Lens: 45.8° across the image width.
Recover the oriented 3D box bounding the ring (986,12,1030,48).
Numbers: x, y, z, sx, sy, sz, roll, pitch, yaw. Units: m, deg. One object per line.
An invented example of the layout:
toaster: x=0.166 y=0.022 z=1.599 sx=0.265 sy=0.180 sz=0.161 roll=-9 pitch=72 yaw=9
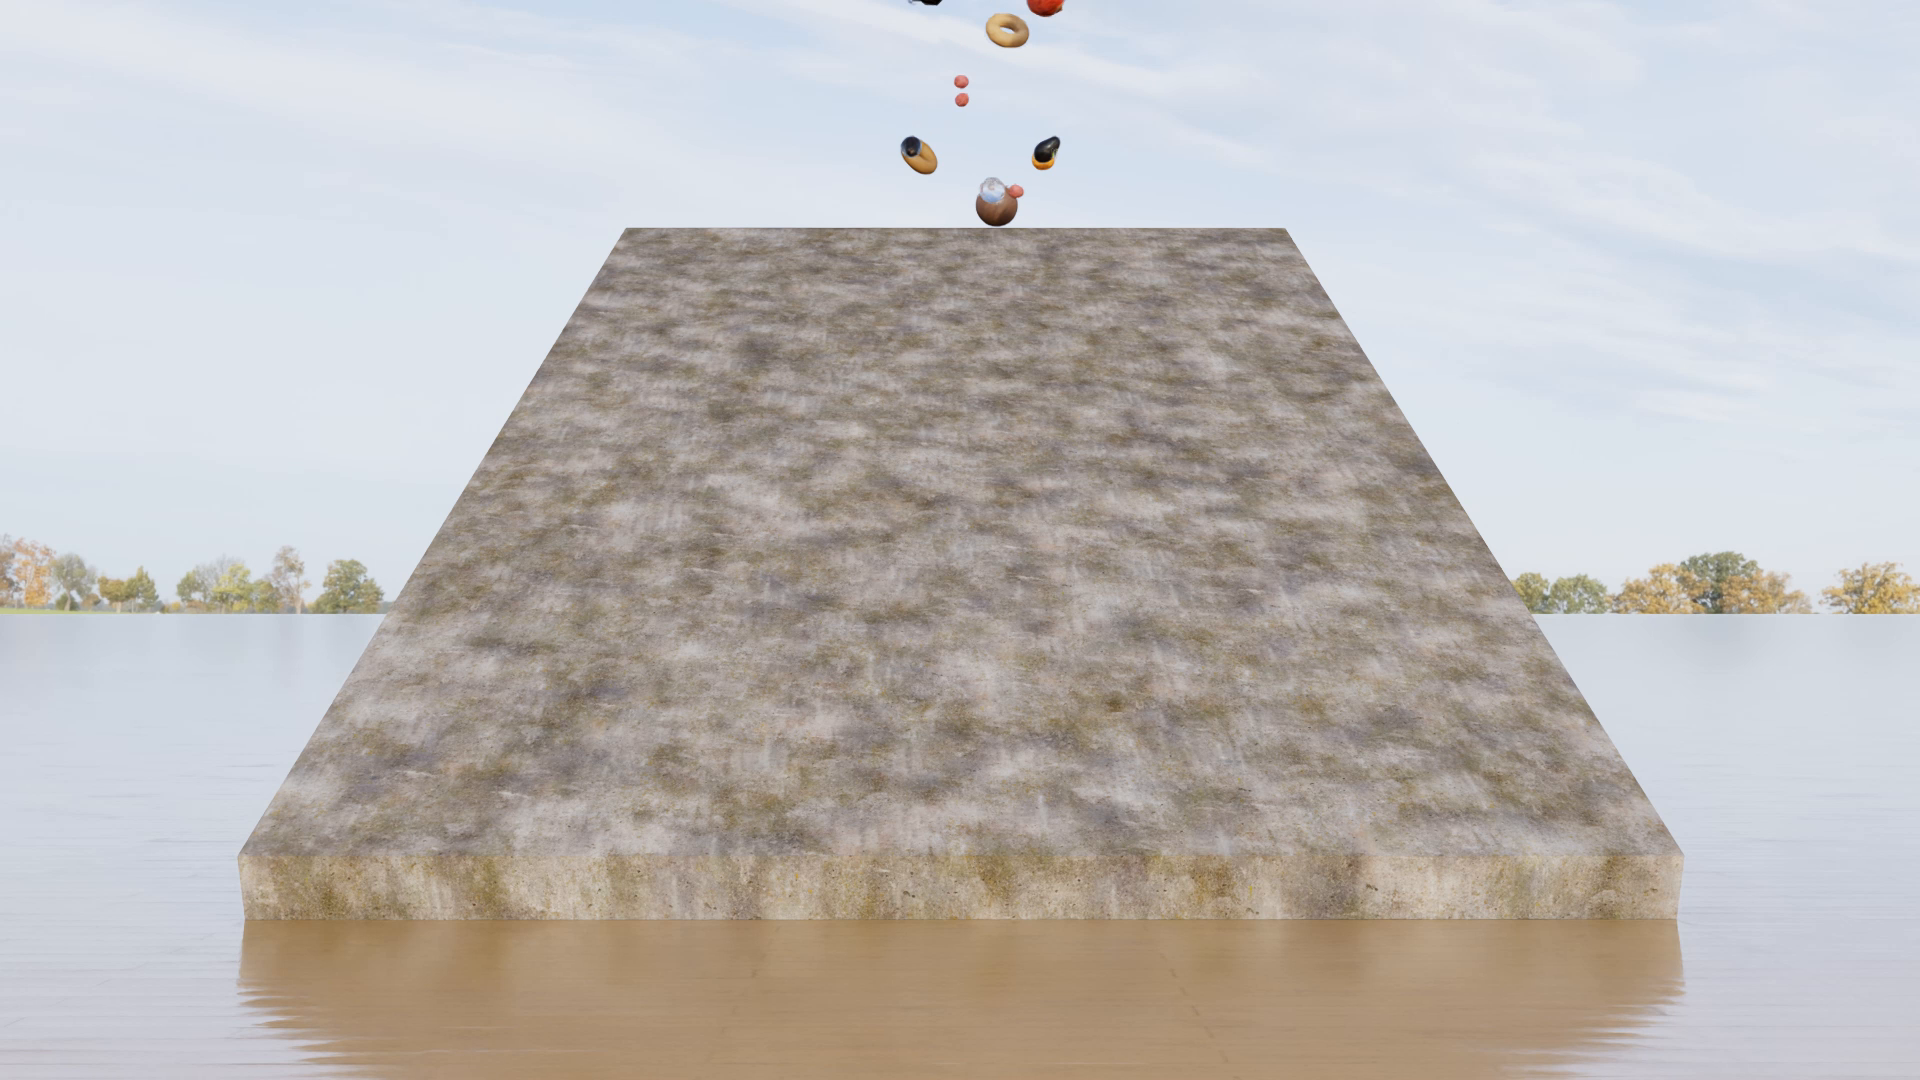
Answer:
ring: x=0.141 y=-1.515 z=6.750 sx=0.134 sy=0.134 sz=0.045 roll=0 pitch=-37 yaw=-15

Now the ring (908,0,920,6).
ring: x=-0.131 y=-1.556 z=6.437 sx=0.027 sy=0.080 sz=0.080 roll=-8 pitch=2 yaw=-28

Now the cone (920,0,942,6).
cone: x=-0.109 y=-1.574 z=6.535 sx=0.092 sy=0.092 sz=0.092 roll=-1 pitch=22 yaw=31

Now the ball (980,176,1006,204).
ball: x=0.092 y=-1.006 z=6.529 sx=0.075 sy=0.075 sz=0.075 roll=0 pitch=-2 yaw=0

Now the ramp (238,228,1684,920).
ramp: x=-0.005 y=-0.209 z=5.031 sx=2.000 sy=0.100 sz=4.000 roll=0 pitch=20 yaw=0

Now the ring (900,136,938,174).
ring: x=-0.121 y=-1.133 z=6.693 sx=0.130 sy=0.130 sz=0.043 roll=2 pitch=-34 yaw=-48
